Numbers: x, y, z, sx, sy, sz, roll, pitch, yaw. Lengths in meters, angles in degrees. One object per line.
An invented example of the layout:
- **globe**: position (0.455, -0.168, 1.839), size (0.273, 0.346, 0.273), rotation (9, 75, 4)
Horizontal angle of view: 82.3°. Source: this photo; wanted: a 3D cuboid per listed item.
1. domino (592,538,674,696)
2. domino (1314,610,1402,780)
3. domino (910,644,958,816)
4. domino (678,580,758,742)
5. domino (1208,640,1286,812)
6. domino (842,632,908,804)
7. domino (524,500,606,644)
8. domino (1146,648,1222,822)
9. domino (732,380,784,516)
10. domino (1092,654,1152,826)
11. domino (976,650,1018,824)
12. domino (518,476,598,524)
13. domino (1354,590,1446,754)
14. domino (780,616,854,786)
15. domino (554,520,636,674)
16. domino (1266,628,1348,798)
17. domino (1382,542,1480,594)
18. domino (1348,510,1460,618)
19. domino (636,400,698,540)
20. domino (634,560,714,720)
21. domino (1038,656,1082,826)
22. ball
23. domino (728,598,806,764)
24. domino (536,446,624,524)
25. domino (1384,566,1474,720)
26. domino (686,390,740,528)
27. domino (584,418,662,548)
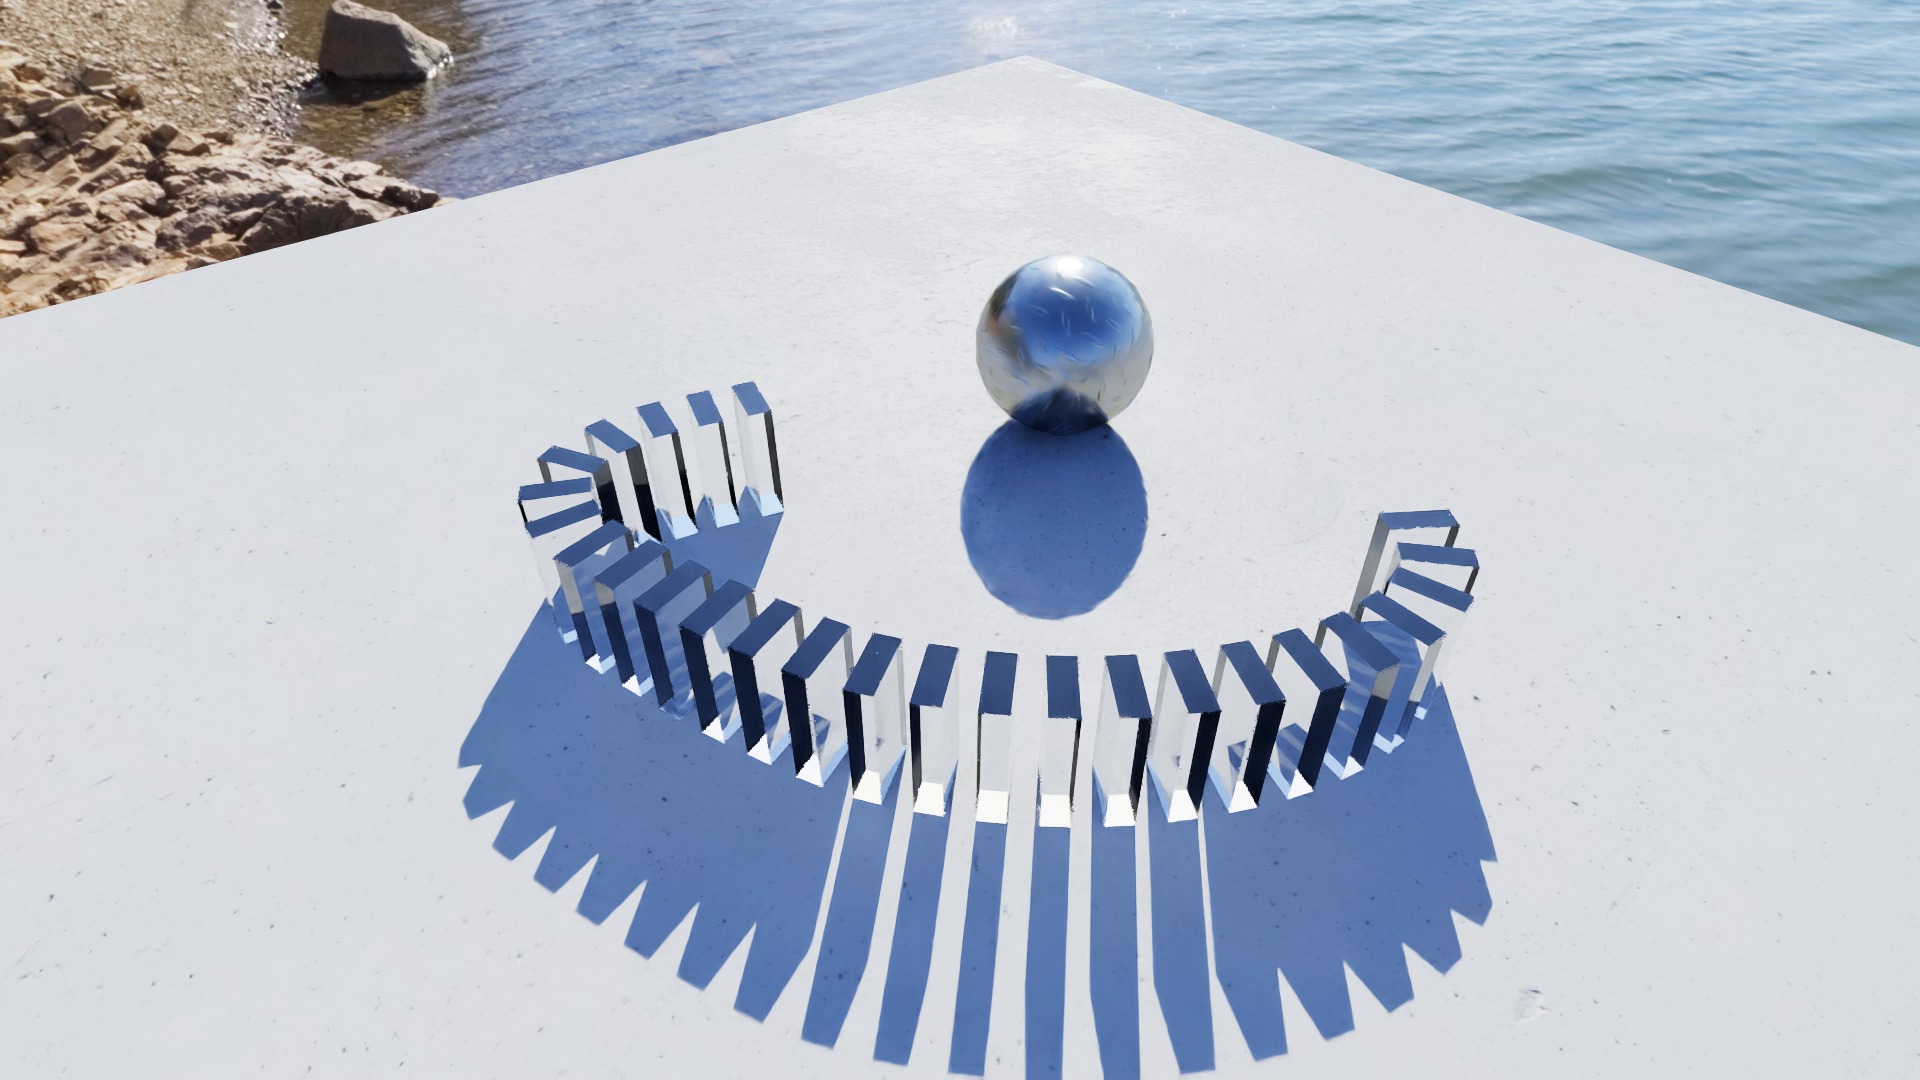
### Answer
- **domino**: position (-0.108, 0.027, 0.378), size (0.010, 0.050, 0.025), rotation (23, 45, 26)
- **domino**: position (0.122, 0.050, 0.351), size (0.009, 0.050, 0.025), rotation (-18, 43, -21)
- **domino**: position (-0.007, 0.059, 0.339), size (0.009, 0.050, 0.025), rotation (7, 40, 9)
- **domino**: position (-0.077, 0.040, 0.362), size (0.009, 0.050, 0.025), rotation (20, 43, 23)
- **domino**: position (0.086, 0.058, 0.340), size (0.009, 0.050, 0.025), rotation (-9, 40, -10)
- **domino**: position (-0.026, 0.056, 0.343), size (0.009, 0.050, 0.025), rotation (11, 41, 13)
- **domino**: position (-0.137, 0.012, 0.397), size (0.025, 0.050, 0.009), rotation (-24, 45, -26)
- **domino**: position (0.068, 0.060, 0.338), size (0.010, 0.050, 0.025), rotation (-5, 40, -7)
- **domino**: position (-0.084, -0.038, 0.457), size (0.009, 0.050, 0.025), rotation (-16, 42, -19)
- **domino**: position (0.049, 0.062, 0.336), size (0.009, 0.050, 0.025), rotation (-2, 39, -3)
- **domino**: position (0.011, 0.061, 0.337), size (0.010, 0.050, 0.025), rotation (4, 40, 5)
- **domino**: position (-0.145, 0.001, 0.410), size (0.025, 0.050, 0.010), rotation (-9, 40, -10)
- **domino**: position (0.138, 0.043, 0.358), size (0.010, 0.050, 0.025), rotation (-27, 46, -29)
- **domino**: position (-0.043, 0.052, 0.348), size (0.010, 0.050, 0.025), rotation (17, 42, 19)
- **domino**: position (-0.124, 0.020, 0.387), size (0.010, 0.050, 0.025), rotation (26, 46, 28)
- **domino**: position (0.105, 0.055, 0.345), size (0.010, 0.050, 0.025), rotation (-13, 41, -15)
- **domino**: position (0.159, 0.024, 0.382), size (0.025, 0.050, 0.009), rotation (6, 40, 7)
- **domino**: position (0.159, 0.012, 0.397), size (0.025, 0.050, 0.009), rotation (-3, 39, -4)
- **domino**: position (-0.119, -0.028, 0.446), size (0.009, 0.050, 0.025), rotation (-19, 43, -22)
- **domino**: position (-0.093, 0.034, 0.370), size (0.009, 0.050, 0.025), rotation (23, 45, 25)
- **domino**: position (0.030, 0.062, 0.336), size (0.010, 0.050, 0.025), rotation (1, 39, 2)
- **ball**: position (0.047, -0.088, 0.495), size (0.080, 0.080, 0.080), rotation (0, 39, 0)
- **domino**: position (-0.060, 0.046, 0.355), size (0.009, 0.050, 0.025), rotation (19, 43, 22)
- **domino**: position (-0.144, -0.011, 0.425), size (0.025, 0.050, 0.009), rotation (15, 42, 17)
- **domino**: position (0.151, 0.035, 0.369), size (0.025, 0.050, 0.010), rotation (25, 46, 28)
- **domino**: position (-0.101, -0.033, 0.452), size (0.010, 0.050, 0.025), rotation (-15, 42, -18)
- **domino**: position (-0.133, -0.021, 0.437), size (0.025, 0.050, 0.010), rotation (31, 49, 33)
